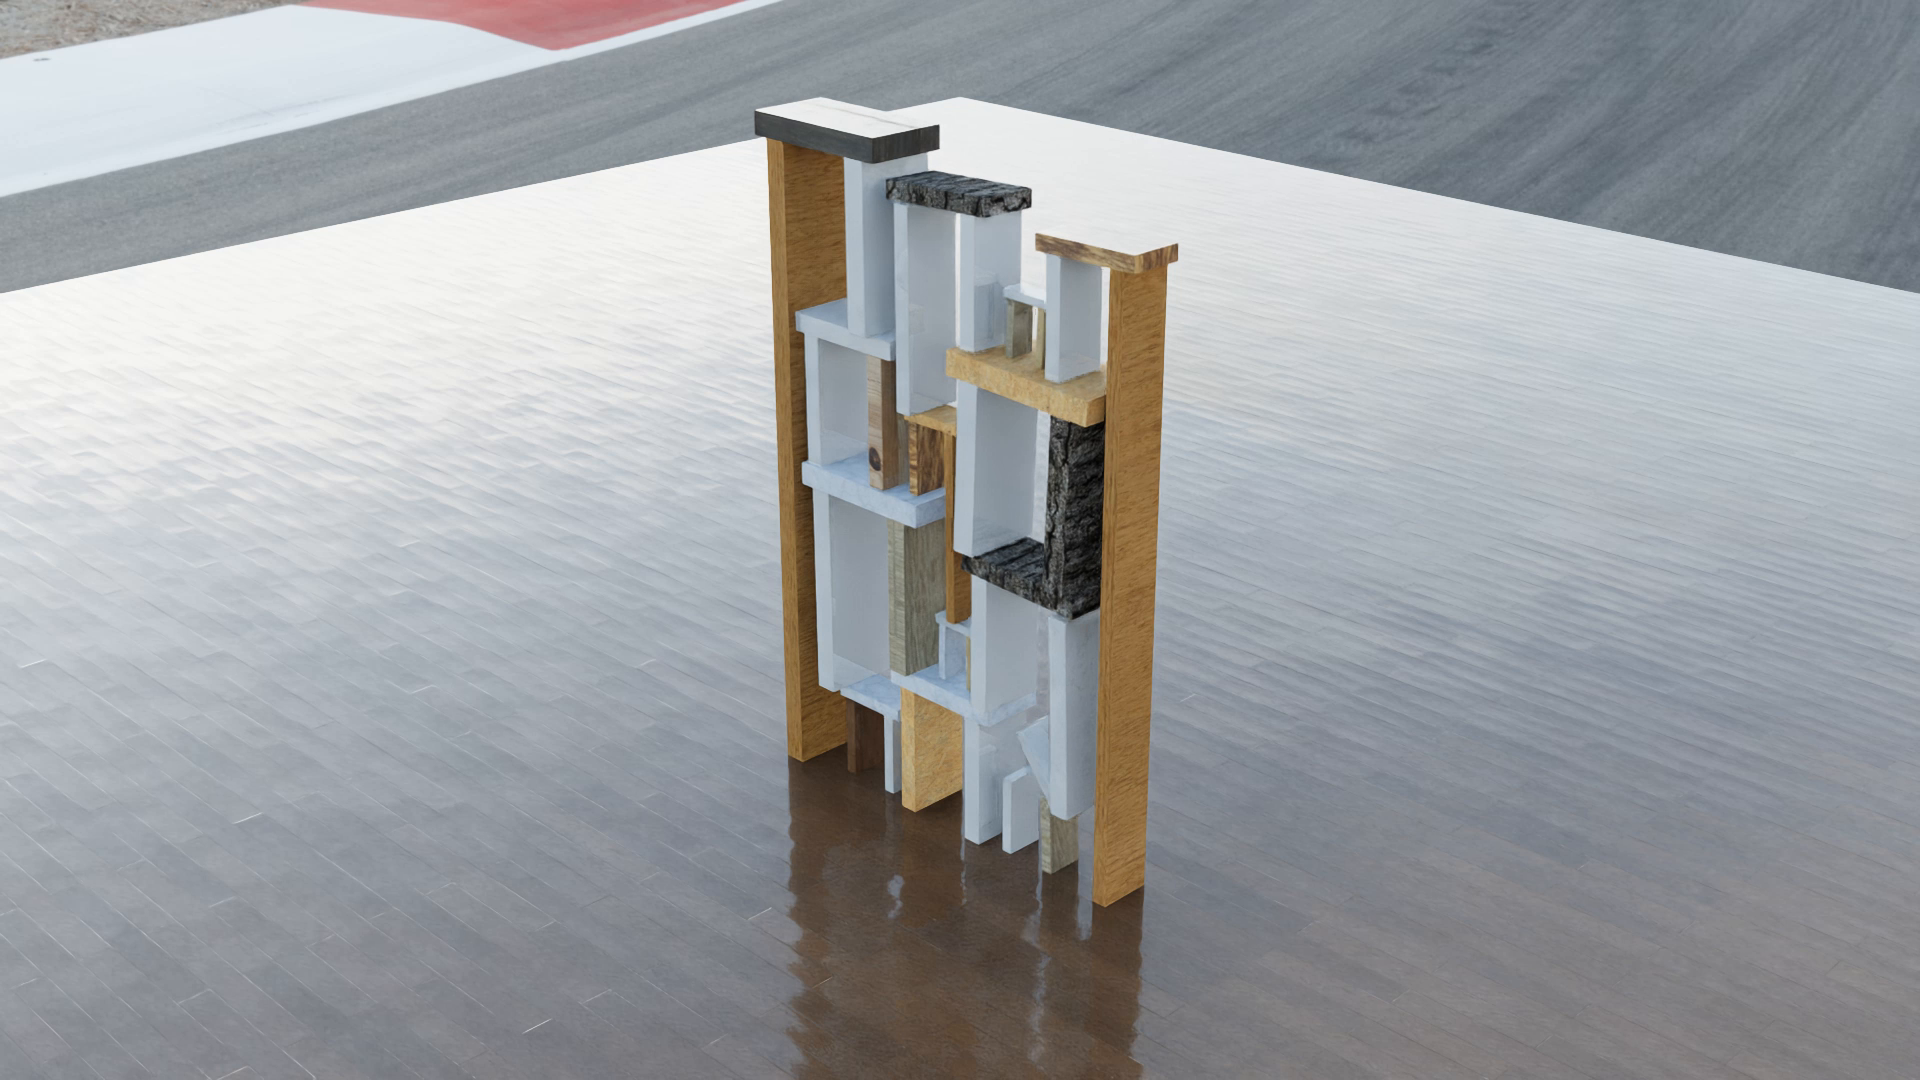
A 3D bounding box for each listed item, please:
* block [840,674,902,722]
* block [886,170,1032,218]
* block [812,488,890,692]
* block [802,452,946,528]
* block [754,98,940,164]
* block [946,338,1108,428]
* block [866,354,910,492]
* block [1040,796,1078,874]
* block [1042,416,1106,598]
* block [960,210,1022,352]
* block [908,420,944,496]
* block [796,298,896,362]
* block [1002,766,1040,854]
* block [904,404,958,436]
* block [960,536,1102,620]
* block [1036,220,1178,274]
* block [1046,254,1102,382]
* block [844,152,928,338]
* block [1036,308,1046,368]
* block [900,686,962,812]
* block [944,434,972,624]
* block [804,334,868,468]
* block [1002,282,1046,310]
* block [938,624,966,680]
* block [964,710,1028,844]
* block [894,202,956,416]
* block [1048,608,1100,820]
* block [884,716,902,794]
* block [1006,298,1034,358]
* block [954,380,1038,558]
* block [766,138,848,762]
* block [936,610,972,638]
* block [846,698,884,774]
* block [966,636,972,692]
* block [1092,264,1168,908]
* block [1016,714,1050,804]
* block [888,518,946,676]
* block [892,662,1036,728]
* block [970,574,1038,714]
[{"bbox_3d":[-0.156,0.321,4.530,0.086,0.024,0.173,-21,31,-41],"label":"block"},{"bbox_3d":[-0.003,-0.624,3.960,0.247,0.035,0.123,18,27,41],"label":"block"},{"bbox_3d":[-0.218,0.082,4.501,0.163,0.439,0.046,-21,31,-40],"label":"block"},{"bbox_3d":[-0.142,-0.111,4.336,0.163,0.046,0.327,-22,31,-40],"label":"block"},{"bbox_3d":[-0.214,-0.770,4.123,0.167,0.047,0.335,-21,31,-40],"label":"block"},{"bbox_3d":[0.154,-0.291,3.930,0.335,0.047,0.167,24,32,38],"label":"block"},{"bbox_3d":[-0.114,-0.242,4.240,0.135,0.269,0.038,-22,31,-40],"label":"block"},{"bbox_3d":[0.193,0.556,4.245,0.023,0.160,0.080,18,29,42],"label":"block"},{"bbox_3d":[0.228,-0.079,3.936,0.047,0.335,0.167,23,31,39],"label":"block"},{"bbox_3d":[0.055,-0.472,3.953,0.035,0.247,0.123,19,27,41],"label":"block"},{"bbox_3d":[-0.063,-0.165,4.215,0.074,0.148,0.021,-22,31,-40],"label":"block"},{"bbox_3d":[-0.178,-0.408,4.238,0.135,0.038,0.269,-21,31,-40],"label":"block"},{"bbox_3d":[0.120,0.528,4.312,0.023,0.160,0.080,21,31,41],"label":"block"},{"bbox_3d":[-0.028,-0.230,4.151,0.148,0.021,0.074,21,31,41],"label":"block"},{"bbox_3d":[0.150,0.063,4.070,0.277,0.039,0.139,24,32,38],"label":"block"},{"bbox_3d":[0.249,-0.499,3.742,0.225,0.032,0.112,20,30,41],"label":"block"},{"bbox_3d":[0.199,-0.399,3.839,0.032,0.225,0.112,19,28,40],"label":"block"},{"bbox_3d":[-0.136,-0.562,4.124,0.167,0.335,0.047,-22,31,-40],"label":"block"},{"bbox_3d":[0.159,-0.363,3.898,0.015,0.107,0.054,19,27,38],"label":"block"},{"bbox_3d":[-0.056,0.403,4.463,0.038,0.271,0.135,21,31,41],"label":"block"},{"bbox_3d":[0.006,-0.028,4.197,0.074,0.387,0.021,-22,31,-40],"label":"block"},{"bbox_3d":[-0.241,-0.292,4.356,0.135,0.269,0.038,-22,31,-40],"label":"block"},{"bbox_3d":[0.132,-0.432,3.898,0.107,0.015,0.054,22,29,38],"label":"block"},{"bbox_3d":[-0.014,0.211,4.322,0.059,0.117,0.017,-21,31,-40],"label":"block"},{"bbox_3d":[0.071,0.453,4.346,0.038,0.271,0.135,21,31,41],"label":"block"},{"bbox_3d":[-0.064,-0.439,4.102,0.035,0.404,0.123,21,31,41],"label":"block"},{"bbox_3d":[0.228,0.314,4.101,0.039,0.404,0.139,18,29,40],"label":"block"},{"bbox_3d":[-0.115,0.428,4.531,0.024,0.173,0.086,21,31,41],"label":"block"},{"bbox_3d":[0.107,-0.385,3.942,0.015,0.107,0.054,19,28,38],"label":"block"},{"bbox_3d":[0.067,-0.151,4.074,0.047,0.335,0.167,22,31,39],"label":"block"},{"bbox_3d":[-0.291,-0.169,4.465,0.047,1.324,0.167,21,31,41],"label":"block"},{"bbox_3d":[0.014,0.160,4.271,0.058,0.017,0.117,-21,31,-40],"label":"block"},{"bbox_3d":[-0.196,0.396,4.606,0.024,0.173,0.086,21,31,40],"label":"block"},{"bbox_3d":[0.040,0.233,4.270,0.059,0.117,0.017,-21,31,-40],"label":"block"},{"bbox_3d":[0.301,0.103,3.940,0.032,1.233,0.113,21,31,41],"label":"block"},{"bbox_3d":[0.173,0.423,4.195,0.080,0.160,0.023,-27,2,-41],"label":"block"},{"bbox_3d":[-0.065,0.090,4.338,0.163,0.327,0.046,-21,31,-40],"label":"block"},{"bbox_3d":[0.006,0.286,4.344,0.135,0.038,0.271,-21,31,-40],"label":"block"},{"bbox_3d":[0.085,0.179,4.191,0.139,0.277,0.039,-20,30,-39],"label":"block"}]
